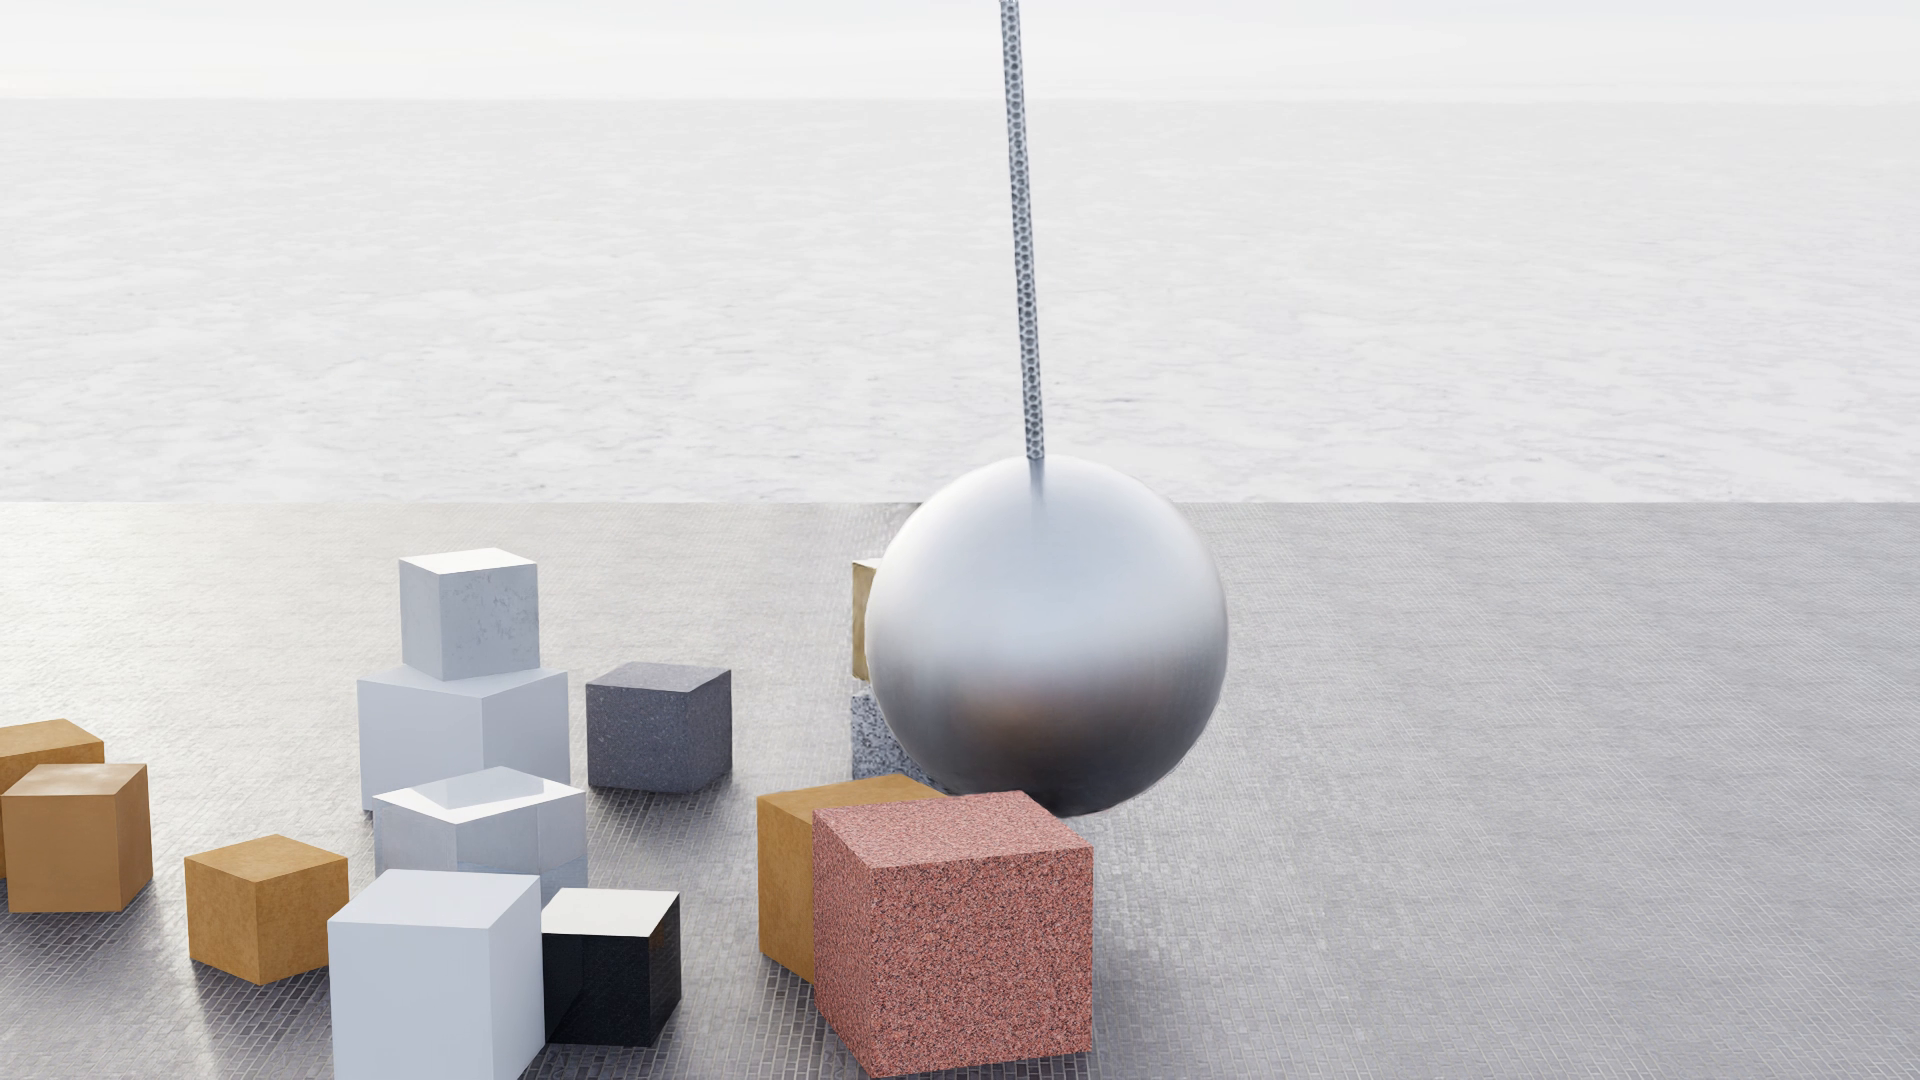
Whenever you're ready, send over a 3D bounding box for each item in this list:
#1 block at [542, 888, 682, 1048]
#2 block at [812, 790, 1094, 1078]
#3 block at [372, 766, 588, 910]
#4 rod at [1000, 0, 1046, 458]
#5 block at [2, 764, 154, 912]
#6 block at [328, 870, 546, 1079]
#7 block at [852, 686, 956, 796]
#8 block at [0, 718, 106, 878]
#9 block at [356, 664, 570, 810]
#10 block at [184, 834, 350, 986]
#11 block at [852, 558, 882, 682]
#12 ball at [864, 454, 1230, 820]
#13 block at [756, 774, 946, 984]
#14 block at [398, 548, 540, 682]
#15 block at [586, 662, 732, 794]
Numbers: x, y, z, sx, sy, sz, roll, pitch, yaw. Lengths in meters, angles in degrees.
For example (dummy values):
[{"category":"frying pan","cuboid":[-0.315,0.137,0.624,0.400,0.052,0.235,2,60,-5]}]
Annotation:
[{"category":"block","cuboid":[-1.329,1.595,9.613,0.461,0.423,0.519,1,10,6]},{"category":"block","cuboid":[-0.039,1.437,9.501,0.835,0.773,0.773,-3,11,-18]},{"category":"block","cuboid":[-1.976,1.332,10.595,0.575,0.588,0.649,10,14,42]},{"category":"rod","cuboid":[0.164,-2.916,10.650,0.080,5.200,0.080,-4,10,1]},{"category":"block","cuboid":[-3.805,1.281,11.084,0.471,0.514,0.500,0,10,-2]},{"category":"block","cuboid":[-1.844,1.577,9.096,0.572,0.643,0.590,1,10,8]},{"category":"block","cuboid":[-0.125,0.988,12.523,0.594,0.576,0.685,4,11,19]},{"category":"block","cuboid":[-4.212,1.164,11.630,0.512,0.549,0.527,-8,13,-37]},{"category":"block","cuboid":[-2.400,0.968,12.440,0.768,0.644,0.642,6,12,29]},{"category":"block","cuboid":[-2.774,1.474,10.287,0.496,0.419,0.429,9,14,41]},{"category":"block","cuboid":[-0.155,0.398,12.542,0.550,0.577,0.518,-7,13,-35]},{"category":"ball","cuboid":[0.379,0.422,11.257,1.600,1.600,1.600,0,10,0]},{"category":"block","cuboid":[-0.364,1.366,10.245,0.661,0.648,0.651,-6,12,-30]},{"category":"block","cuboid":[-2.398,0.357,12.539,0.508,0.523,0.496,-7,12,-34]},{"category":"block","cuboid":[-1.513,0.940,12.949,0.556,0.518,0.531,3,11,18]}]
